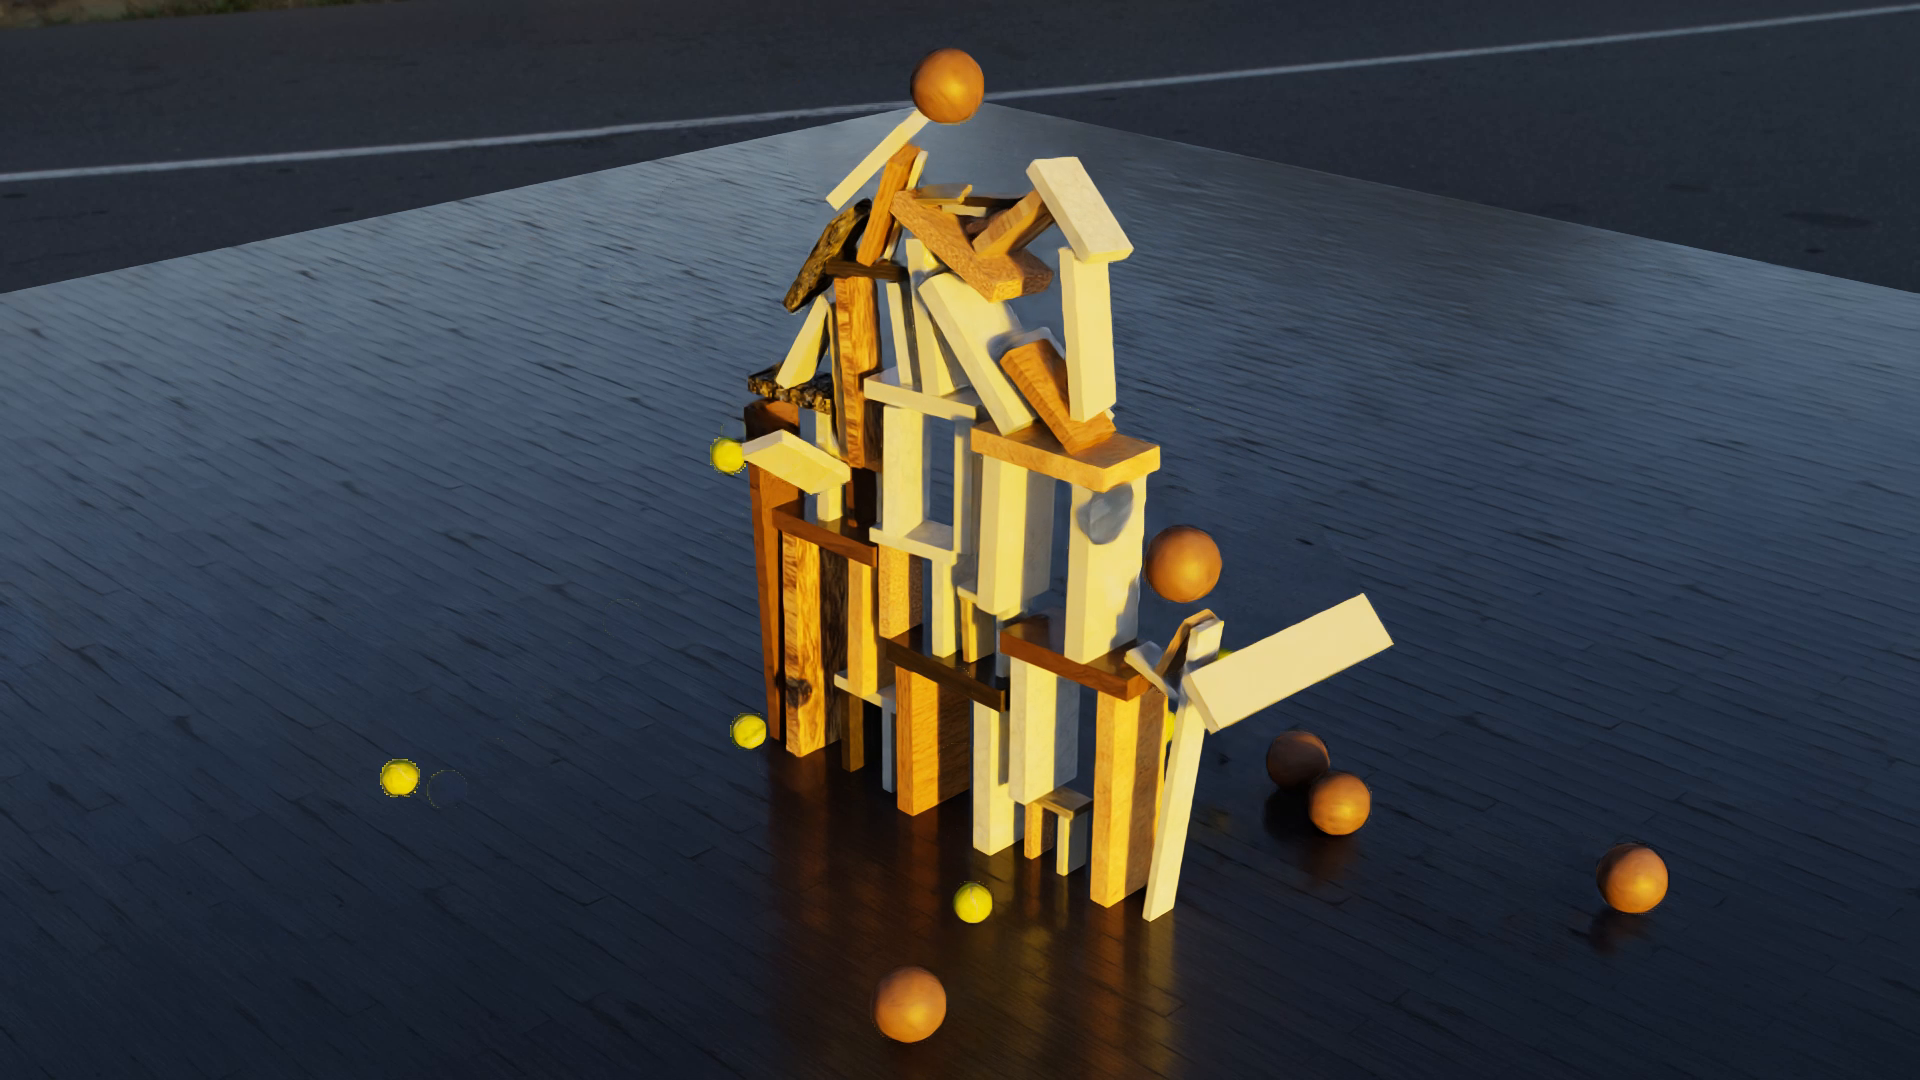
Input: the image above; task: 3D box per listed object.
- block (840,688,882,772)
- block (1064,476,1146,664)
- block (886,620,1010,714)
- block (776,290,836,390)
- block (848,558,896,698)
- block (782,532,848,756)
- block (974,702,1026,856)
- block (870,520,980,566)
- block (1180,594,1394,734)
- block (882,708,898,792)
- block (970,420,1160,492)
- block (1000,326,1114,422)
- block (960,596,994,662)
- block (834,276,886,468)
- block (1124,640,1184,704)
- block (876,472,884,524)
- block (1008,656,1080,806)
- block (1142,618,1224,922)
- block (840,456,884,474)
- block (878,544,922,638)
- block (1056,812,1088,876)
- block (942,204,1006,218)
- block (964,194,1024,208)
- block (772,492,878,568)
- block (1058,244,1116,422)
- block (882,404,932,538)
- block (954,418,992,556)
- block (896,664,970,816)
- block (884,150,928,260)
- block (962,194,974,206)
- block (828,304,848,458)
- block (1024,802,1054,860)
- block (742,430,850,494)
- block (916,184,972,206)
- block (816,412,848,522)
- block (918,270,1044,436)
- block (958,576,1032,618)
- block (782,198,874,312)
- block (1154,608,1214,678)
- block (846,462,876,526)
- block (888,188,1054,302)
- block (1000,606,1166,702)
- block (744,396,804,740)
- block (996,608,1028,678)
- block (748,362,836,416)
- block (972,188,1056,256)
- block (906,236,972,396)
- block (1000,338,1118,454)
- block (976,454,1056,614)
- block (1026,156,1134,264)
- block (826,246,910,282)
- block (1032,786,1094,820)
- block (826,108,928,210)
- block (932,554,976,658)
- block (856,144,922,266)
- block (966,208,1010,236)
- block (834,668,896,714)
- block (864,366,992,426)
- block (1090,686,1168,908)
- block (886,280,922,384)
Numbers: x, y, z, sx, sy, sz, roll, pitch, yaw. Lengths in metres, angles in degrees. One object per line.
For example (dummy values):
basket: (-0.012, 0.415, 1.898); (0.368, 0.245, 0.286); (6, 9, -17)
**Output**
block: (-0.206, 0.384, 4.615); (0.027, 0.188, 0.094); (21, 31, 40)
block: (0.262, 0.041, 3.964); (0.044, 0.342, 0.156); (22, 31, 38)
block: (0.024, 0.239, 4.309); (0.162, 0.046, 0.324); (-20, 30, -40)
block: (-0.283, -0.394, 4.290); (0.029, 0.204, 0.102); (36, 27, 12)
block: (-0.158, 0.156, 4.458); (0.042, 0.299, 0.149); (23, 32, 39)
block: (-0.299, 0.200, 4.631); (0.149, 0.514, 0.042); (-21, 32, -41)
block: (0.100, 0.440, 4.308); (0.162, 0.324, 0.046); (-21, 31, -41)
block: (-0.066, -0.003, 4.268); (0.202, 0.029, 0.101); (16, 28, 34)
block: (0.584, 0.215, 3.897); (0.446, 0.107, 0.030); (-21, -14, -34)
block: (-0.117, 0.418, 4.534); (0.027, 0.188, 0.094); (22, 31, 40)
block: (0.187, -0.165, 3.953); (0.312, 0.044, 0.156); (20, 30, 39)
block: (0.176, -0.284, 3.973); (0.107, 0.030, 0.214); (-23, 71, -43)
block: (0.034, 0.164, 4.255); (0.067, 0.133, 0.019); (-20, 27, -39)
block: (-0.188, -0.333, 4.234); (0.027, 0.382, 0.096); (12, 28, 32)
block: (0.366, 0.236, 3.940); (0.068, 0.019, 0.135); (-20, 47, -40)
block: (-0.135, -0.076, 4.339); (0.019, 0.135, 0.068); (18, 29, 34)
block: (0.161, 0.340, 4.196); (0.043, 0.302, 0.151); (21, 31, 39)
block: (0.400, 0.422, 3.967); (0.068, 0.627, 0.019); (-21, 39, -41)
block: (-0.165, -0.161, 4.343); (0.135, 0.019, 0.068); (20, 30, 40)
block: (-0.117, 0.085, 4.355); (0.029, 0.202, 0.101); (18, 28, 35)
block: (0.216, 0.577, 4.236); (0.018, 0.129, 0.064); (22, 31, 40)
block: (0.028, -0.598, 3.968); (0.059, 0.017, 0.118); (-14, 20, -40)
block: (0.070, -0.604, 3.916); (0.118, 0.017, 0.059); (12, 20, 44)
block: (-0.225, -0.026, 4.451); (0.299, 0.042, 0.149); (21, 30, 40)
block: (0.223, -0.369, 3.824); (0.029, 0.314, 0.102); (14, 31, 35)
block: (-0.102, -0.149, 4.237); (0.037, 0.263, 0.131); (11, 25, 23)
block: (0.040, -0.116, 4.161); (0.037, 0.263, 0.131); (14, 26, 29)
block: (-0.053, 0.381, 4.449); (0.046, 0.324, 0.162); (21, 31, 41)
block: (-0.100, -0.620, 4.076); (0.014, 0.209, 0.048); (21, 31, 1)
block: (-0.005, -0.621, 3.993); (0.048, 0.014, 0.095); (-15, 21, -40)
block: (-0.203, -0.321, 4.290); (0.029, 0.312, 0.102); (17, 33, 35)
block: (0.156, 0.553, 4.292); (0.018, 0.129, 0.064); (22, 31, 40)
block: (-0.317, -0.151, 4.280); (0.102, 0.029, 0.204); (-18, -30, 33)
block: (-0.029, -0.623, 3.966); (0.095, 0.014, 0.048); (5, 45, 36)
block: (-0.234, -0.162, 4.423); (0.115, 0.229, 0.033); (-21, 32, -40)
block: (0.061, -0.349, 3.997); (0.146, 0.313, 0.041); (-23, -9, -43)
block: (0.066, 0.106, 4.191); (0.133, 0.019, 0.067); (23, 32, 37)
block: (-0.252, -0.543, 4.212); (0.030, 0.279, 0.106); (47, 54, 5)
block: (0.397, 0.183, 3.888); (0.068, 0.135, 0.019); (-21, 58, -42)
block: (-0.196, -0.101, 4.398); (0.019, 0.135, 0.068); (18, 29, 39)
block: (0.019, -0.542, 3.989); (0.146, 0.041, 0.292); (-17, 52, -42)
block: (0.238, 0.208, 4.064); (0.302, 0.043, 0.151); (20, 30, 38)
block: (-0.370, 0.063, 4.598); (0.033, 0.785, 0.115); (24, 37, 38)
block: (0.099, 0.191, 4.193); (0.067, 0.133, 0.019); (-21, 31, -40)
block: (-0.300, -0.303, 4.411); (0.230, 0.033, 0.115); (18, 29, 31)
block: (0.120, -0.564, 3.871); (0.102, 0.029, 0.204); (-13, -13, -39)
block: (-0.022, -0.428, 4.086); (0.041, 0.292, 0.146); (8, 22, 40)
block: (0.174, -0.257, 3.907); (0.107, 0.030, 0.214); (-24, 72, -43)
block: (0.107, -0.030, 4.096); (0.044, 0.312, 0.156); (23, 32, 38)
block: (0.204, -0.565, 3.759); (0.102, 0.029, 0.204); (-13, 66, -40)
block: (-0.146, -0.520, 4.142); (0.192, 0.027, 0.096); (9, 26, 29)
block: (0.187, 0.497, 4.236); (0.129, 0.018, 0.064); (21, 31, 40)
block: (-0.151, -0.697, 4.024); (0.211, 0.030, 0.106); (-39, 9, 32)
block: (-0.010, 0.118, 4.278); (0.029, 0.202, 0.101); (18, 29, 36)
block: (-0.132, -0.620, 4.070); (0.030, 0.212, 0.106); (26, 34, 7)
block: (0.070, -0.572, 3.933); (0.059, 0.017, 0.118); (-14, 0, -40)
block: (-0.161, 0.302, 4.532); (0.188, 0.027, 0.094); (21, 31, 41)
block: (-0.039, -0.278, 4.157); (0.263, 0.037, 0.131); (16, 27, 34)
block: (0.316, 0.458, 4.105); (0.043, 0.449, 0.151); (22, 31, 40)
block: (-0.090, -0.401, 4.153); (0.027, 0.192, 0.096); (3, 21, 30)
